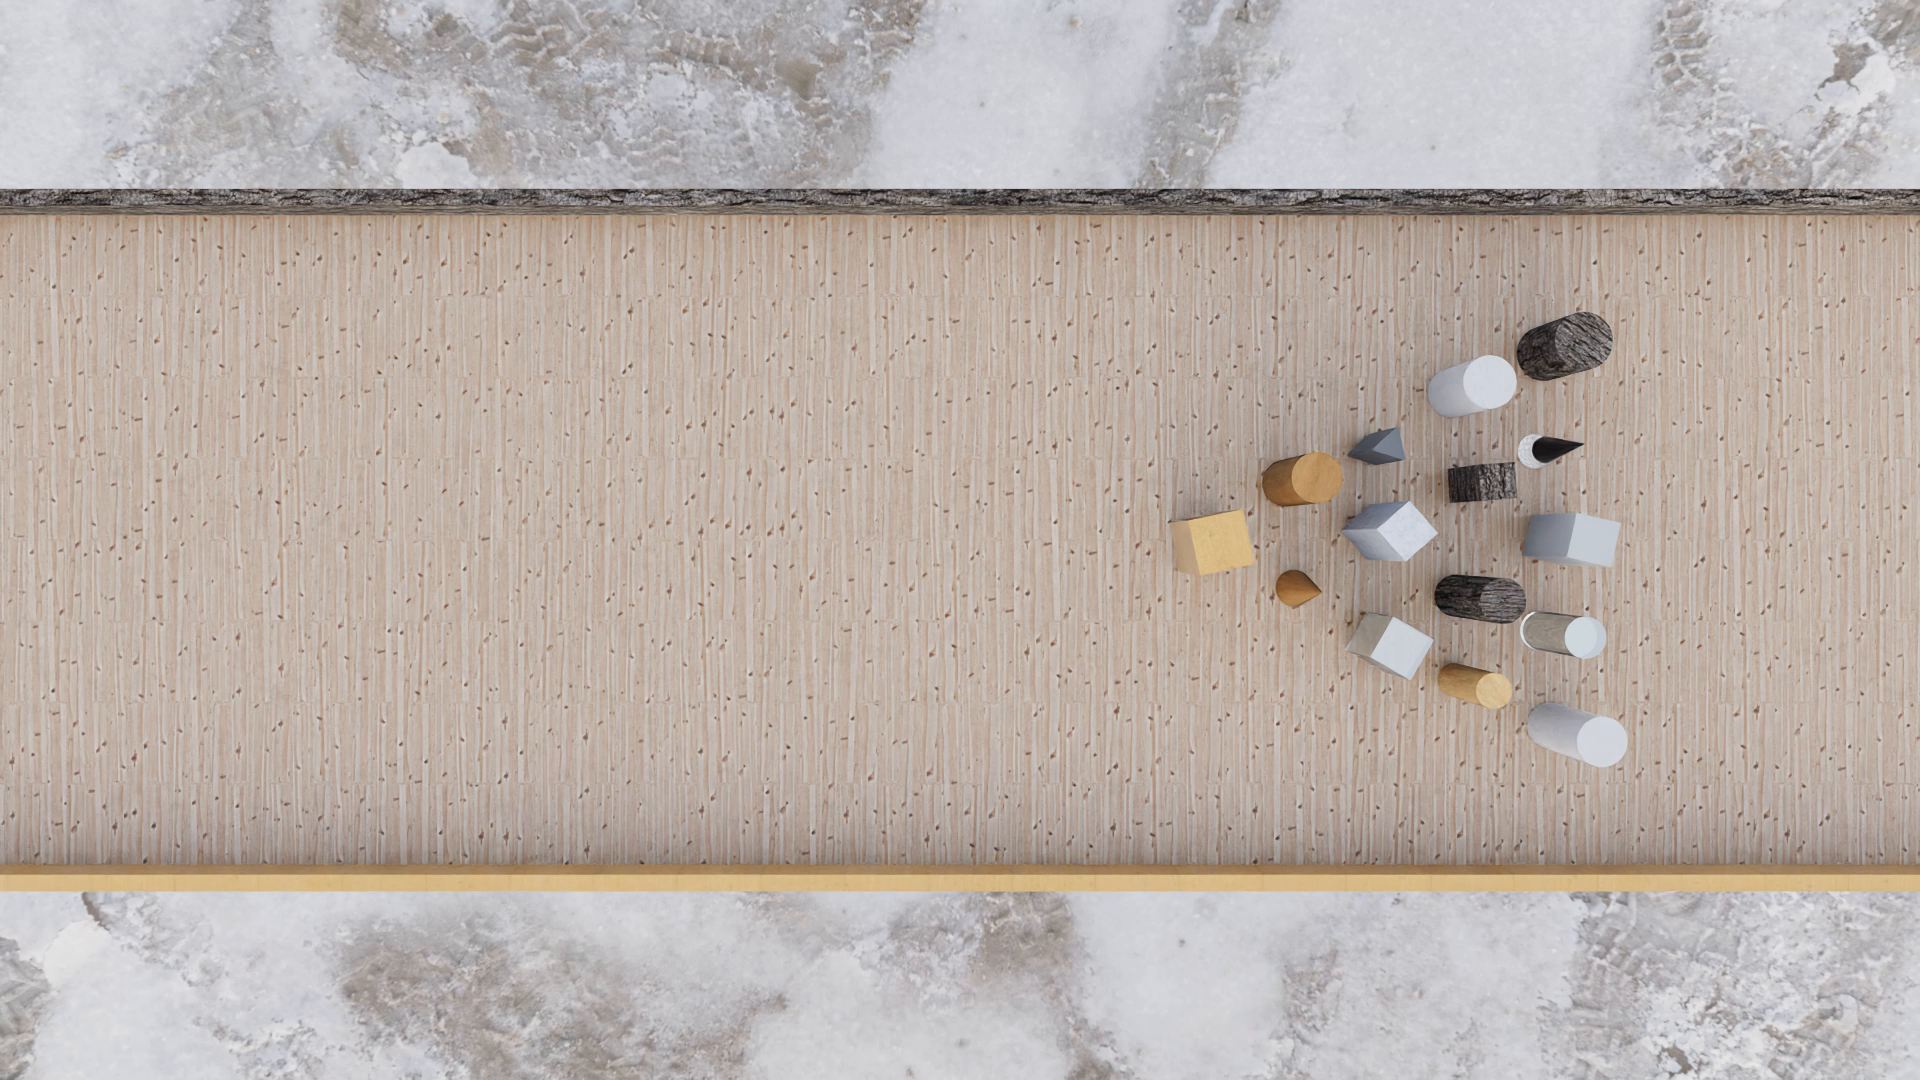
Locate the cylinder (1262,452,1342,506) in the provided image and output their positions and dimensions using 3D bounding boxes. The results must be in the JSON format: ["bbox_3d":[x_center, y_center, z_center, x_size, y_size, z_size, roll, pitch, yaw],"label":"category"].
[{"bbox_3d":[1.002,-0.175,4.851,0.145,0.450,0.145,0,90,0],"label":"cylinder"}]

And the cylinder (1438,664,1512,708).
[{"bbox_3d":[1.521,0.430,4.887,0.102,0.378,0.102,0,90,0],"label":"cylinder"}]

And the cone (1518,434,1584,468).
[{"bbox_3d":[1.771,-0.273,4.872,0.107,0.409,0.107,0,90,0],"label":"cone"}]

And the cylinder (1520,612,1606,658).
[{"bbox_3d":[1.784,0.279,4.890,0.120,0.374,0.120,0,90,0],"label":"cylinder"}]

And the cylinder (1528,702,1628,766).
[{"bbox_3d":[1.817,0.571,4.871,0.143,0.411,0.143,0,90,0],"label":"cylinder"}]

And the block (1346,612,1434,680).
[{"bbox_3d":[1.277,0.313,4.920,0.135,0.312,0.135,30,90,0],"label":"block"}]

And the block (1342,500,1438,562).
[{"bbox_3d":[1.258,-0.025,4.856,0.121,0.441,0.121,-41,90,0],"label":"block"}]

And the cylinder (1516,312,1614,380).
[{"bbox_3d":[1.798,-0.574,4.914,0.169,0.326,0.169,0,90,0],"label":"cylinder"}]

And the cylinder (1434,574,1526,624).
[{"bbox_3d":[1.525,0.171,4.852,0.129,0.448,0.129,0,90,0],"label":"cylinder"}]

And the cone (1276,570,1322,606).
[{"bbox_3d":[1.028,0.148,4.874,0.113,0.404,0.113,0,90,0],"label":"cone"}]

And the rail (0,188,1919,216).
[{"bbox_3d":[-2.247,-1.025,5.002,12.000,0.150,0.050,0,90,0],"label":"rail"}]

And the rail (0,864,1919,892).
[{"bbox_3d":[-2.247,1.025,5.001,12.000,0.150,0.050,0,90,0],"label":"rail"}]

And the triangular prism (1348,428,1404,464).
[{"bbox_3d":[1.250,-0.286,4.917,0.096,0.320,0.083,18,90,0],"label":"triangular prism"}]

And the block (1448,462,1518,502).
[{"bbox_3d":[1.556,-0.170,4.924,0.105,0.305,0.105,-4,90,0],"label":"block"}]

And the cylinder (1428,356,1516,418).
[{"bbox_3d":[1.516,-0.453,4.898,0.153,0.357,0.153,0,90,0],"label":"cylinder"}]

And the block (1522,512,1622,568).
[{"bbox_3d":[1.807,0.000,4.888,0.129,0.376,0.129,13,90,0],"label":"block"}]

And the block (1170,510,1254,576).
[{"bbox_3d":[0.738,0.006,4.863,0.158,0.426,0.158,-12,90,0],"label":"block"}]
